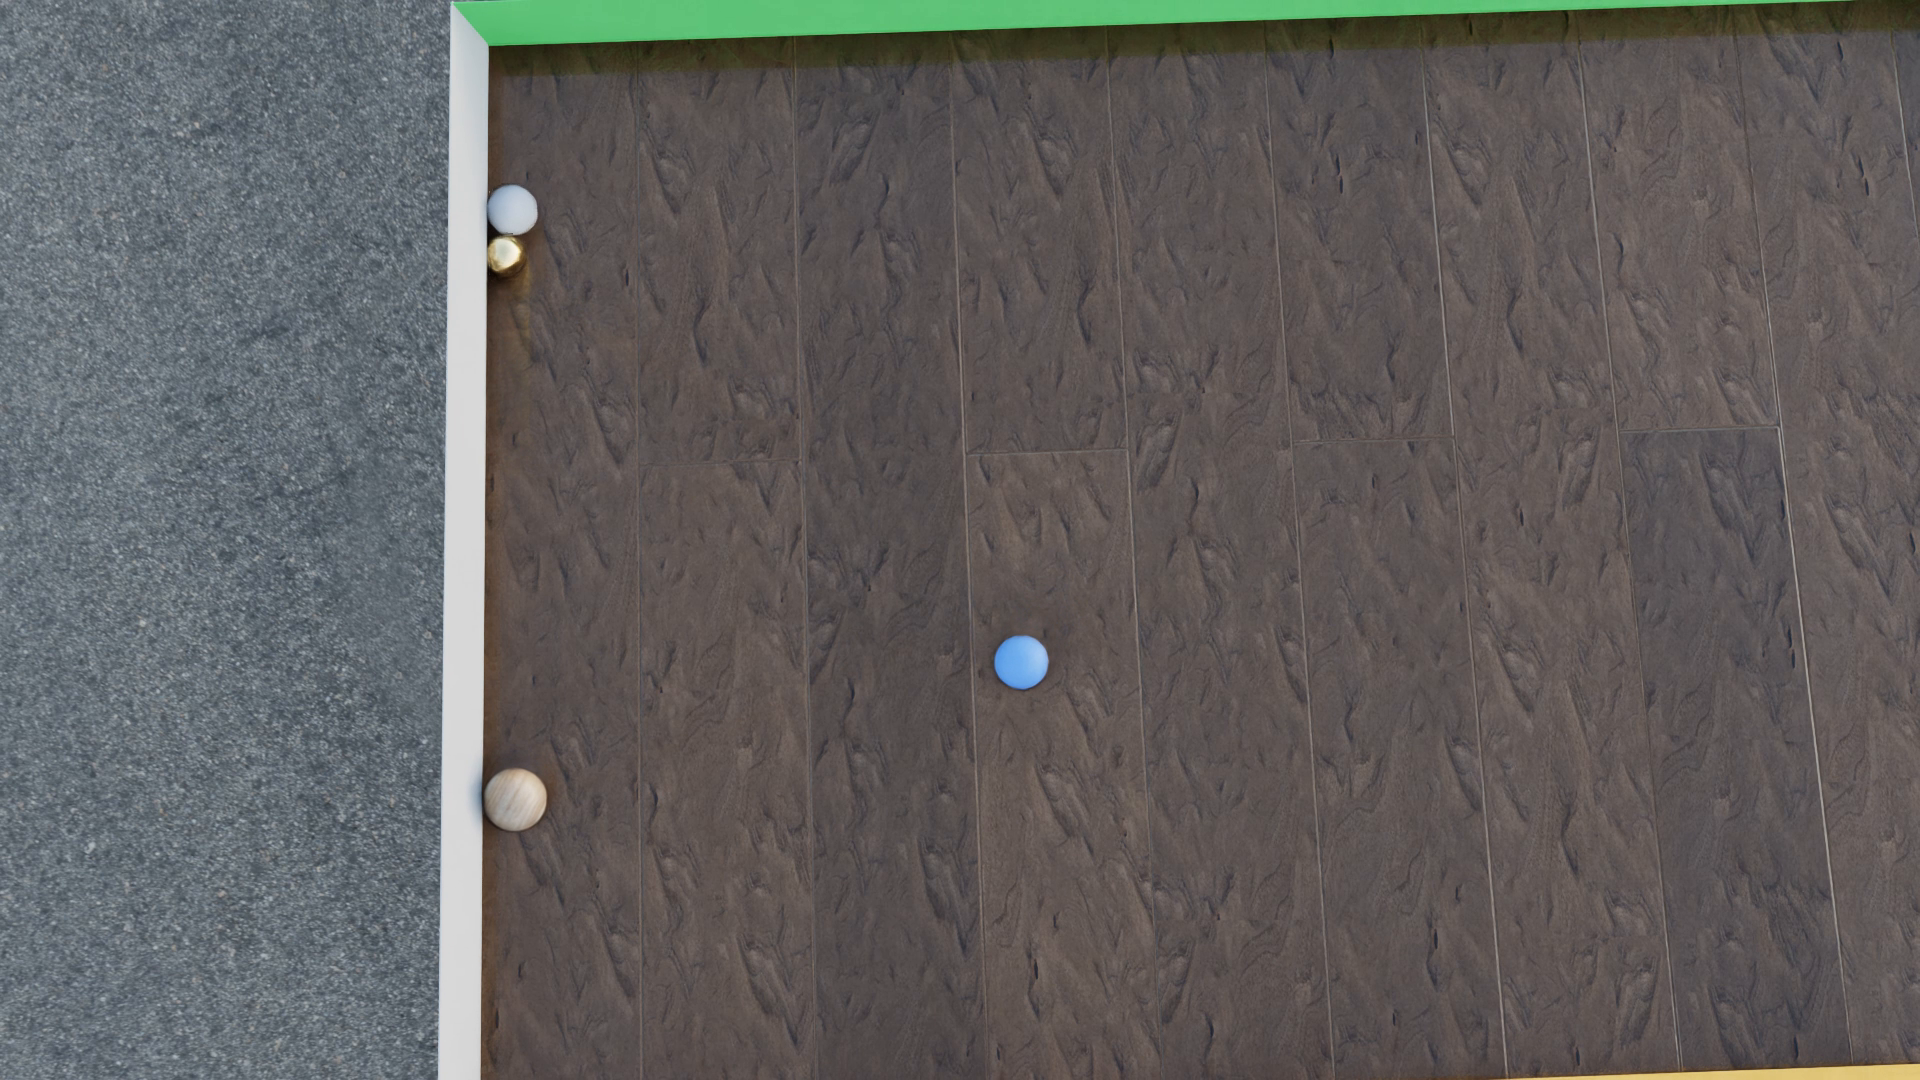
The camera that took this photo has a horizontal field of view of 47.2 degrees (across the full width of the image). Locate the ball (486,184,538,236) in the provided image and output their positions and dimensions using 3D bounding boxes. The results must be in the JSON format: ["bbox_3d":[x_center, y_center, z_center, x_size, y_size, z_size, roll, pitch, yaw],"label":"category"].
[{"bbox_3d":[-0.693,-0.510,3.403,0.078,0.078,0.078,0,78,0],"label":"ball"}]

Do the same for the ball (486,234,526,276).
[{"bbox_3d":[-0.703,-0.439,3.395,0.065,0.065,0.065,0,78,0],"label":"ball"}]

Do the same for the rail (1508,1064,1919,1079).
[{"bbox_3d":[0.784,0.786,3.113,3.018,0.120,0.045,-2,78,0],"label":"rail"}]

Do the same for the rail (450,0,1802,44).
[{"bbox_3d":[0.724,-0.847,3.451,3.018,0.120,0.045,-2,78,0],"label":"rail"}]

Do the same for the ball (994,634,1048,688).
[{"bbox_3d":[0.091,0.181,3.260,0.080,0.080,0.080,0,78,0],"label":"ball"}]

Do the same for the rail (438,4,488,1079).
[{"bbox_3d":[-0.730,0.022,3.271,0.045,0.120,1.716,-2,78,0],"label":"rail"}]

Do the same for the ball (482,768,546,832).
[{"bbox_3d":[-0.650,0.379,3.213,0.092,0.092,0.092,0,78,0],"label":"ball"}]
